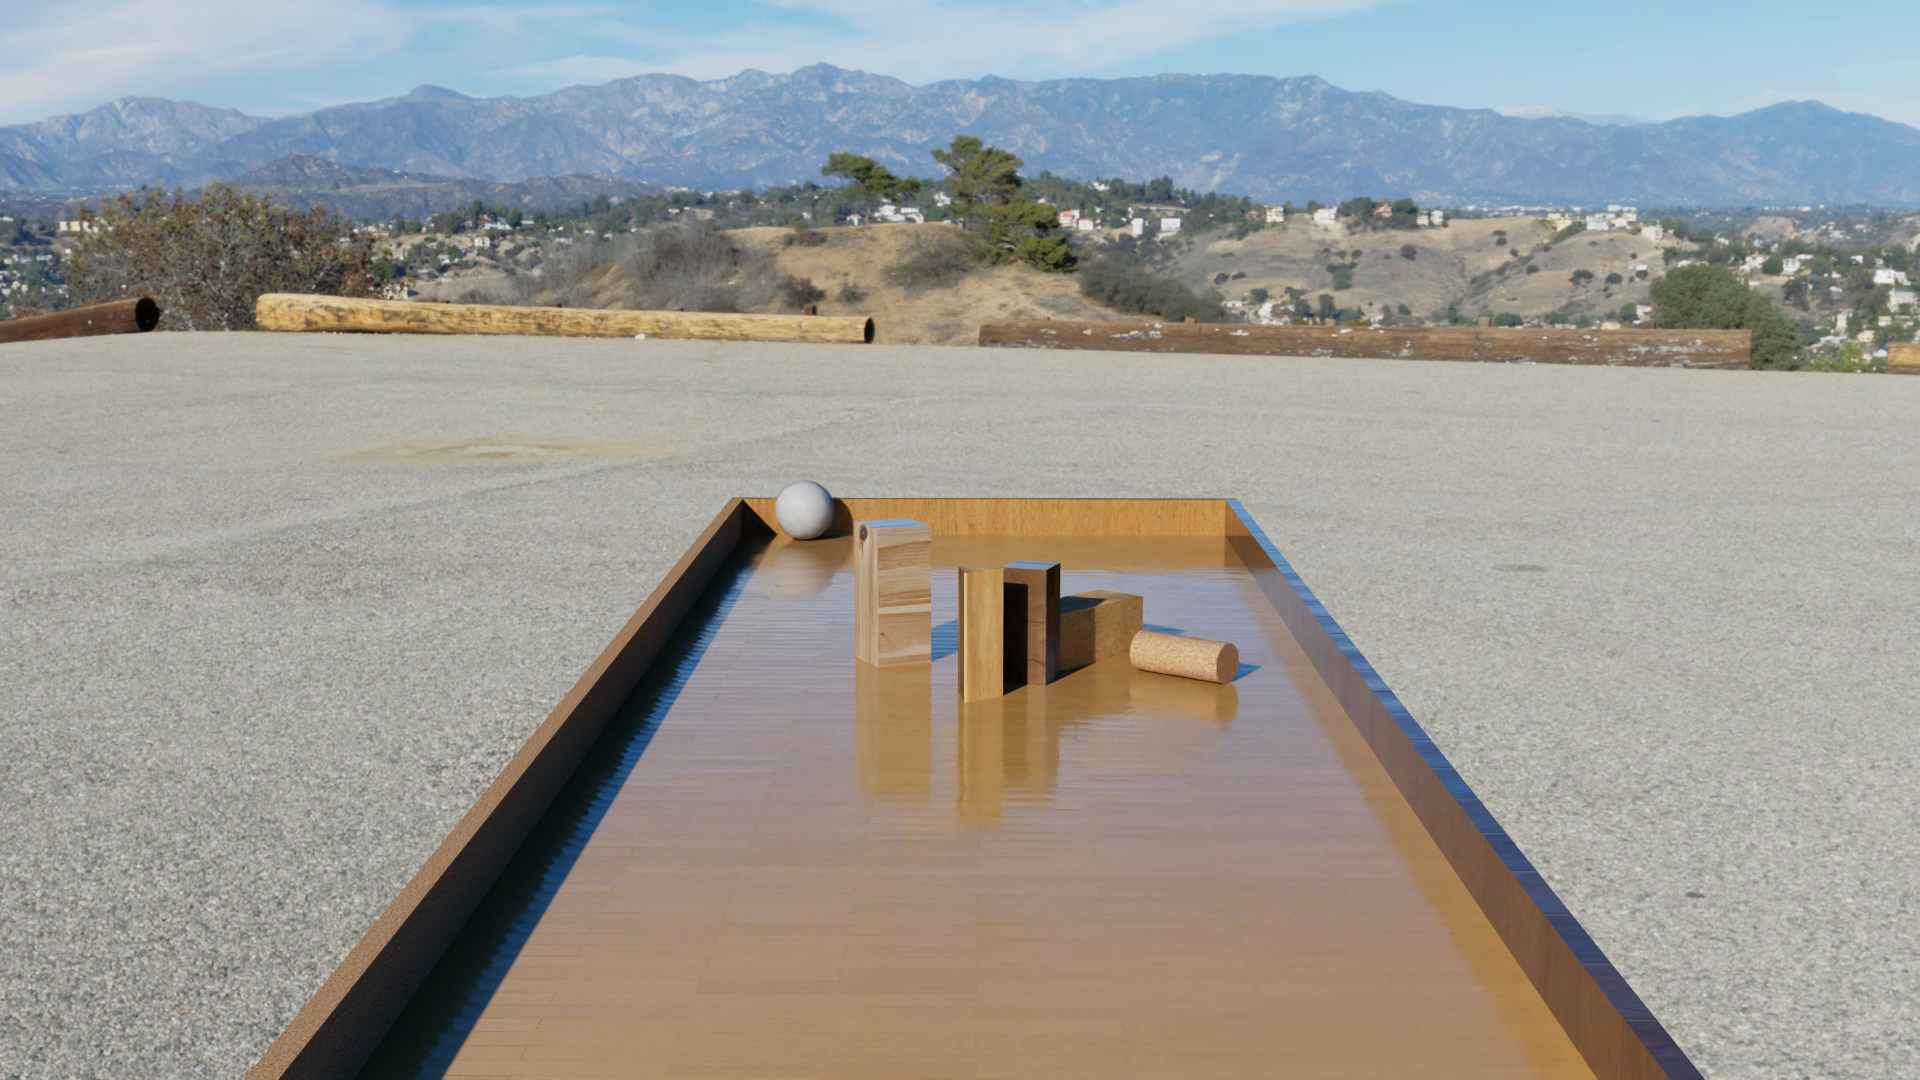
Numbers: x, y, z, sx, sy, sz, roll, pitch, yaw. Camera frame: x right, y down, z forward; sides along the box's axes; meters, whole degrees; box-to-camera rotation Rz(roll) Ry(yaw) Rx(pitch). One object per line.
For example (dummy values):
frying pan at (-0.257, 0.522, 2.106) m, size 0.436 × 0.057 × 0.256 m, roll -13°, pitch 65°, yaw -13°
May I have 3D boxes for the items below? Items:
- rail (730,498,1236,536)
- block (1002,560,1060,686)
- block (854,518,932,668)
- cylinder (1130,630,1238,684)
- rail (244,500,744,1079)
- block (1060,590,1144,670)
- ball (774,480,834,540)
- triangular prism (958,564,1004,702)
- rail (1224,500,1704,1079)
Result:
rail at (0.099, -0.098, 9.147) m, size 2.100 × 0.150 × 0.050 m, roll 0°, pitch 9°, yaw 1°
block at (0.207, 0.240, 6.410) m, size 0.135 × 0.340 × 0.135 m, roll 3°, pitch 10°, yaw 20°
block at (-0.204, 0.157, 6.678) m, size 0.176 × 0.419 × 0.176 m, roll -4°, pitch 10°, yaw -25°
cylinder at (0.658, 0.343, 6.465) m, size 0.303 × 0.120 × 0.120 m, roll 7°, pitch 12°, yaw 39°
rail at (-1.004, 0.839, 3.234) m, size 0.050 × 0.150 × 12.000 m, roll 0°, pitch 9°, yaw 1°
block at (0.348, 0.276, 6.711) m, size 0.174 × 0.174 × 0.453 m, roll 8°, pitch 12°, yaw 42°
ball at (-0.637, -0.123, 9.004) m, size 0.244 × 0.244 × 0.244 m, roll 0°, pitch 9°, yaw 0°
triangular prism at (0.033, 0.258, 6.207) m, size 0.135 × 0.367 × 0.117 m, roll -7°, pitch 11°, yaw -37°
rail at (1.046, 0.843, 3.208) m, size 0.050 × 0.150 × 12.000 m, roll 0°, pitch 9°, yaw 1°
